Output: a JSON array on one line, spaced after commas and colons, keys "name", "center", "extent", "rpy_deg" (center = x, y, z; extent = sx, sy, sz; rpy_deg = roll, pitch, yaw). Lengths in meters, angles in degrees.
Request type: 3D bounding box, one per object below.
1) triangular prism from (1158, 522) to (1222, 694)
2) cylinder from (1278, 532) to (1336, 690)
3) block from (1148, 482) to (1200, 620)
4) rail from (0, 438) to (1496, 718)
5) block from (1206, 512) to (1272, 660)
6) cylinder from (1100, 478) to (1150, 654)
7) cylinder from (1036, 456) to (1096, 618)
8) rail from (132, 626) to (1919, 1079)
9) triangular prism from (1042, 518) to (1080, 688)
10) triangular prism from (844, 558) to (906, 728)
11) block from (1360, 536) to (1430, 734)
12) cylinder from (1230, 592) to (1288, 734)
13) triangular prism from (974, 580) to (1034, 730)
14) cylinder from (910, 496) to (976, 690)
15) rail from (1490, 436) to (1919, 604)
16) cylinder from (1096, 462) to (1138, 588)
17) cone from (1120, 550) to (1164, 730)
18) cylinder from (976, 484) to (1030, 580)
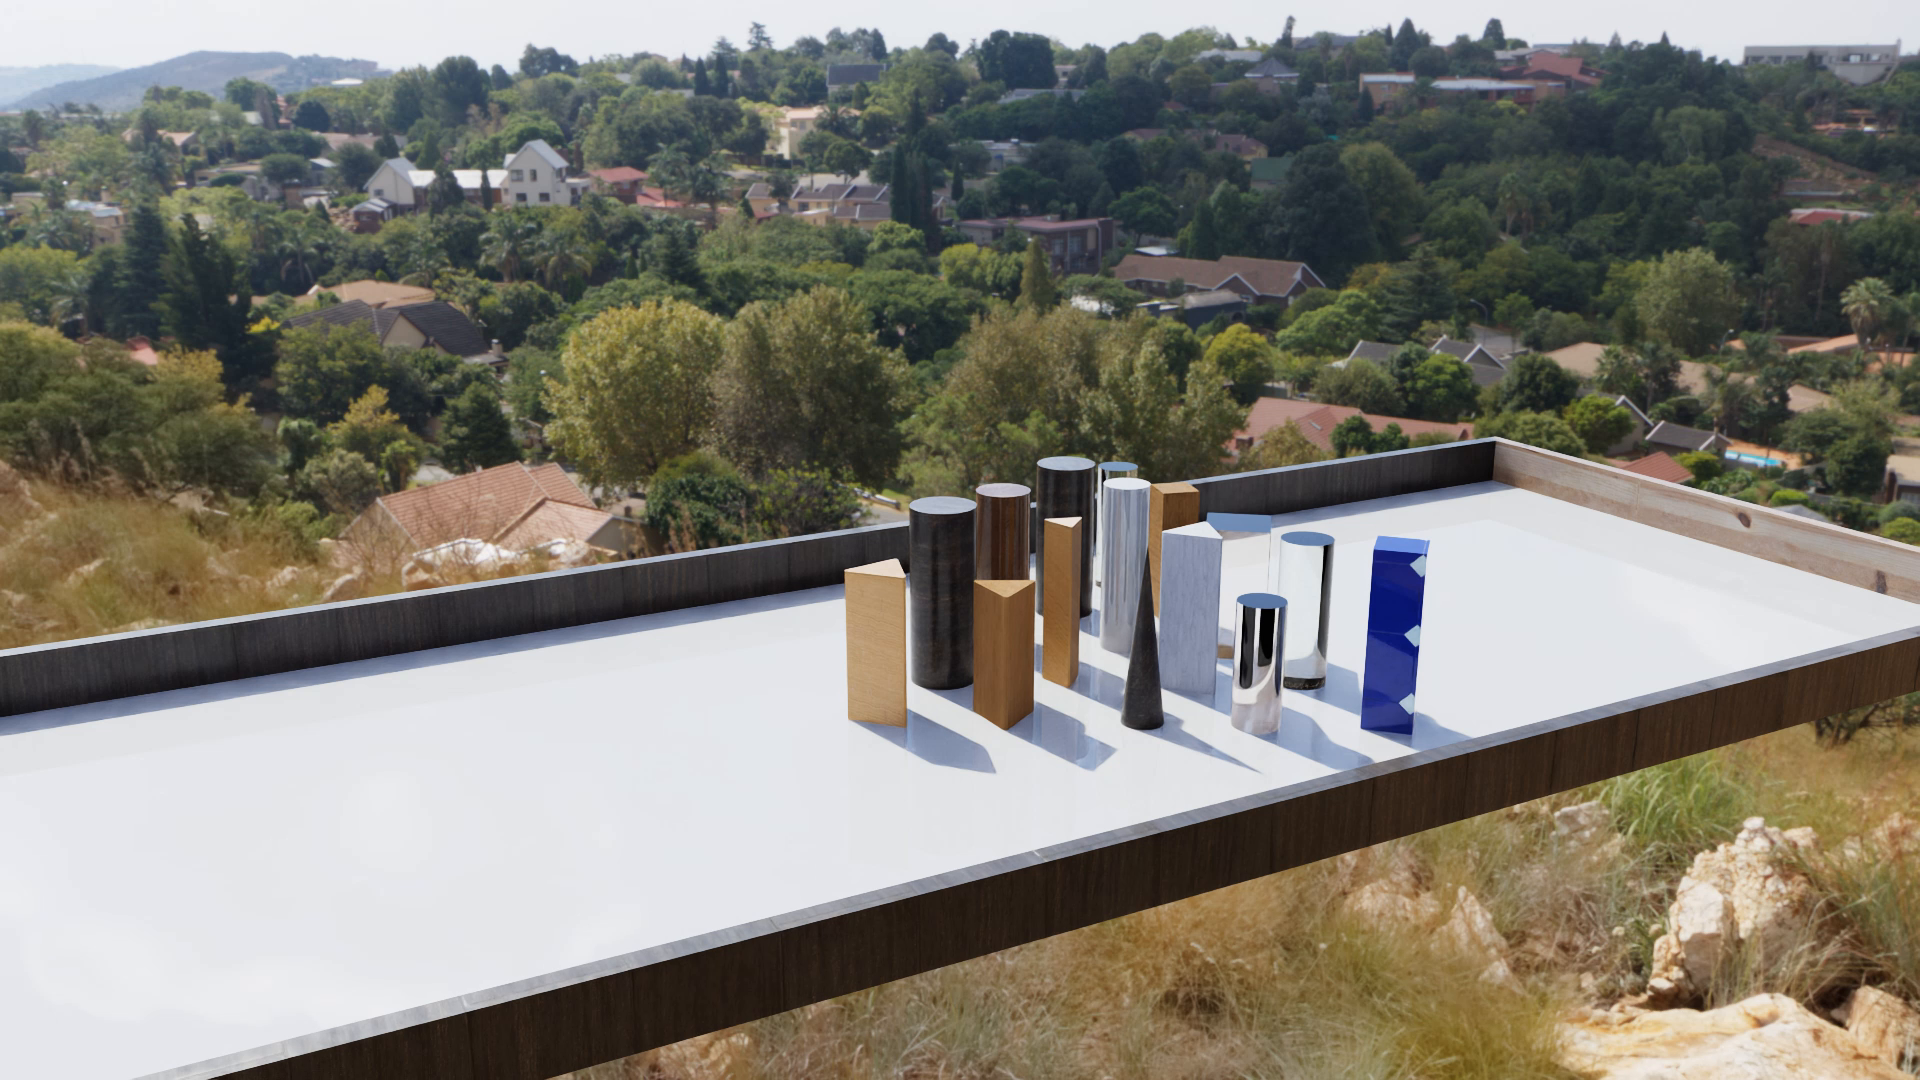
[{"name": "triangular prism", "center": [0.583, 0.164, 4.085], "extent": [0.147, 0.401, 0.128], "rpy_deg": [7, 18, 22]}, {"name": "cylinder", "center": [0.853, 0.175, 4.097], "extent": [0.132, 0.373, 0.132], "rpy_deg": [0, 16, 0]}, {"name": "block", "center": [0.594, 0.030, 4.608], "extent": [0.105, 0.364, 0.105], "rpy_deg": [-4, 17, -13]}, {"name": "rail", "center": [-3.305, 0.497, 3.399], "extent": [12.000, 0.150, 0.050], "rpy_deg": [-9, 18, -27]}, {"name": "block", "center": [0.723, 0.121, 4.327], "extent": [0.166, 0.348, 0.166], "rpy_deg": [3, 17, 10]}, {"name": "cylinder", "center": [0.433, 0.067, 4.337], "extent": [0.122, 0.445, 0.122], "rpy_deg": [0, 16, 0]}, {"name": "cylinder", "center": [0.293, -0.006, 4.615], "extent": [0.162, 0.429, 0.162], "rpy_deg": [0, 16, 0]}, {"name": "rail", "center": [-2.336, 1.006, 1.665], "extent": [12.000, 0.150, 0.050], "rpy_deg": [-9, 18, -27]}, {"name": "triangular prism", "center": [0.269, 0.151, 4.104], "extent": [0.080, 0.416, 0.093], "rpy_deg": [-14, 22, -40]}, {"name": "triangular prism", "center": [-0.174, 0.237, 3.894], "extent": [0.150, 0.368, 0.130], "rpy_deg": [6, 17, 20]}, {"name": "block", "center": [1.009, 0.221, 3.828], "extent": [0.118, 0.438, 0.118], "rpy_deg": [5, 17, 18]}, {"name": "cylinder", "center": [0.696, 0.286, 3.838], "extent": [0.117, 0.306, 0.117], "rpy_deg": [0, 16, 0]}, {"name": "triangular prism", "center": [0.123, 0.261, 3.888], "extent": [0.123, 0.327, 0.143], "rpy_deg": [-9, 19, -29]}, {"name": "cylinder", "center": [-0.042, 0.132, 4.104], "extent": [0.167, 0.453, 0.167], "rpy_deg": [0, 16, 0]}, {"name": "rail", "center": [2.466, -0.048, 5.253], "extent": [0.050, 0.150, 2.100], "rpy_deg": [-9, 18, -27]}, {"name": "cylinder", "center": [0.460, -0.041, 4.853], "extent": [0.116, 0.362, 0.116], "rpy_deg": [0, 16, 0]}, {"name": "cone", "center": [0.430, 0.219, 3.834], "extent": [0.103, 0.437, 0.103], "rpy_deg": [0, 16, 0]}, {"name": "cylinder", "center": [0.113, 0.073, 4.359], "extent": [0.144, 0.422, 0.144], "rpy_deg": [0, 16, 0]}]
